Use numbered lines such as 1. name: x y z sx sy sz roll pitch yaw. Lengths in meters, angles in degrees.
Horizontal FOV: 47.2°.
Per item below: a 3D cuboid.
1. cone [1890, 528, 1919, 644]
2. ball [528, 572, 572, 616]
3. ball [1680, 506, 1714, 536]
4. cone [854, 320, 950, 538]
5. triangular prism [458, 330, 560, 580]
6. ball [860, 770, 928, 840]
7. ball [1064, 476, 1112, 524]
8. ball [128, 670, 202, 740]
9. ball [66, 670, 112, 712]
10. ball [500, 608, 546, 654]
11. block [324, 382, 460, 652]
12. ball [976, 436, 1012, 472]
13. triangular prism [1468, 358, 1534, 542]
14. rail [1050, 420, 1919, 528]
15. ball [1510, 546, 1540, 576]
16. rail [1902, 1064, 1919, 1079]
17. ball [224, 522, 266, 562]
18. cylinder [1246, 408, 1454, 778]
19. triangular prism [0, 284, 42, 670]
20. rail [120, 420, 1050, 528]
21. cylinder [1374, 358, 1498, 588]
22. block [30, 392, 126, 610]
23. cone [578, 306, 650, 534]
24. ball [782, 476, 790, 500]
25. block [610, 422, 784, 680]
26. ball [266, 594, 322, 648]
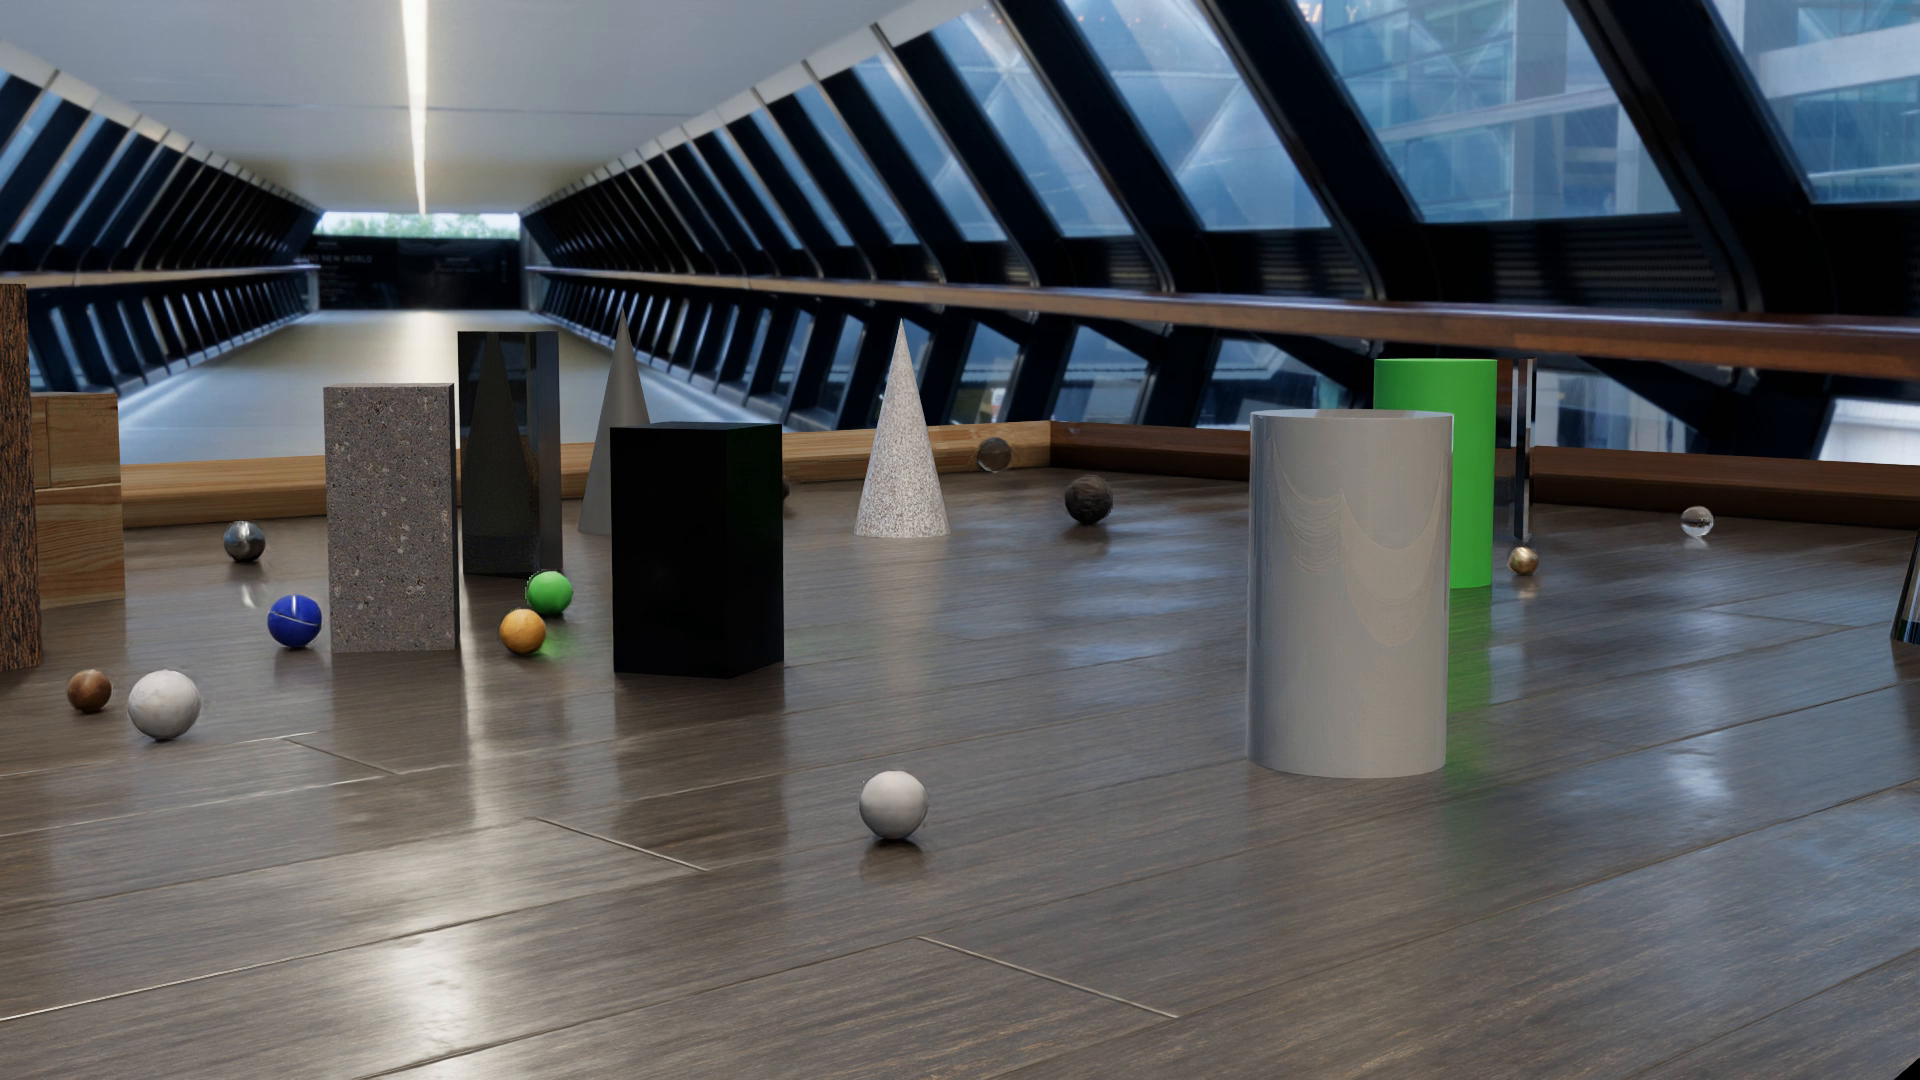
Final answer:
1. cone: 1.367 -0.101 2.956 0.197 0.476 0.197 0 6 0
2. ball: -0.600 0.078 3.221 0.065 0.065 0.065 0 6 0
3. ball: 1.452 -0.037 4.333 0.062 0.062 0.062 0 6 0
4. cone: -0.116 -0.229 4.395 0.197 0.430 0.197 0 6 0
5. triangular prism: -0.732 -0.149 3.728 0.171 0.410 0.148 4 7 32
6. ball: -0.056 0.224 1.858 0.058 0.058 0.058 0 6 0
7. ball: 0.269 -0.084 4.607 0.098 0.098 0.098 0 6 0
8. ball: -0.828 0.171 2.291 0.072 0.072 0.072 0 6 0
9. ball: -0.969 0.168 2.446 0.047 0.047 0.047 0 6 0
10. ball: -0.567 0.119 2.851 0.060 0.060 0.060 0 6 0
11. block: -0.757 -0.034 2.941 0.158 0.346 0.158 -1 6 -10
12. ball: 0.094 -0.234 6.048 0.098 0.098 0.098 0 6 0
13. triangular prism: 1.085 -0.182 4.327 0.148 0.352 0.171 -5 8 -42
14. rail: 1.622 -0.122 4.821 0.045 0.128 4.071 -5 8 -42
15. ball: 0.951 0.035 3.707 0.049 0.049 0.049 0 6 0
16. rail: 1.364 0.187 1.861 4.462 0.128 0.045 -5 8 -42
17. ball: -1.268 0.004 3.900 0.071 0.071 0.071 0 6 0
18. cylinder: 0.385 0.046 2.179 0.197 0.344 0.197 0 6 0
19. triangular prism: -1.222 -0.077 2.716 0.148 0.477 0.171 -4 7 -33
20. rail: -1.364 -0.120 4.802 4.462 0.128 0.045 -5 8 -42
21. cylinder: 0.777 -0.113 3.612 0.197 0.364 0.197 0 6 0
22. block: -1.405 -0.065 3.372 0.158 0.317 0.158 3 7 29
23. cone: -0.680 -0.247 4.457 0.197 0.455 0.197 0 6 0
24. ball: -0.429 -0.122 5.113 0.068 0.068 0.068 0 6 0
25. block: -0.326 0.008 2.747 0.158 0.302 0.158 2 6 20
26. ball: -0.882 0.107 2.915 0.071 0.071 0.071 0 6 0
